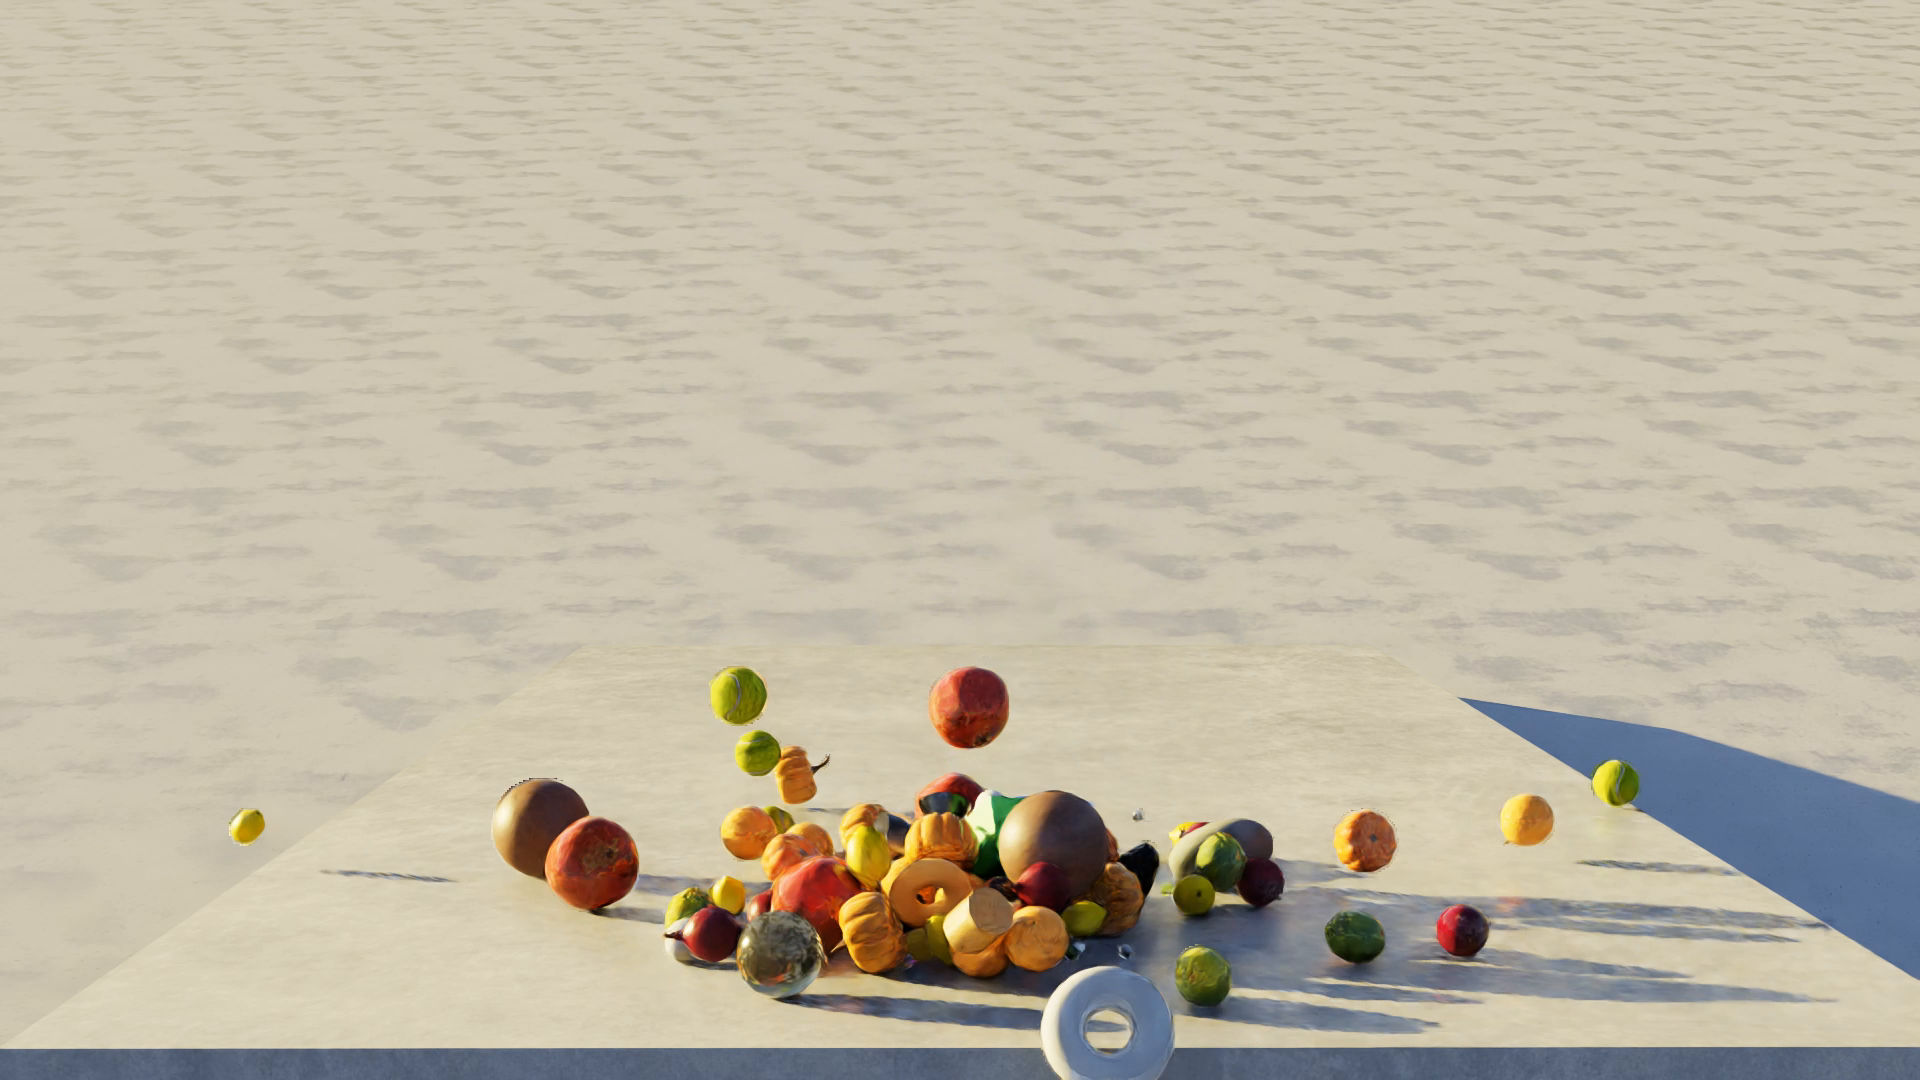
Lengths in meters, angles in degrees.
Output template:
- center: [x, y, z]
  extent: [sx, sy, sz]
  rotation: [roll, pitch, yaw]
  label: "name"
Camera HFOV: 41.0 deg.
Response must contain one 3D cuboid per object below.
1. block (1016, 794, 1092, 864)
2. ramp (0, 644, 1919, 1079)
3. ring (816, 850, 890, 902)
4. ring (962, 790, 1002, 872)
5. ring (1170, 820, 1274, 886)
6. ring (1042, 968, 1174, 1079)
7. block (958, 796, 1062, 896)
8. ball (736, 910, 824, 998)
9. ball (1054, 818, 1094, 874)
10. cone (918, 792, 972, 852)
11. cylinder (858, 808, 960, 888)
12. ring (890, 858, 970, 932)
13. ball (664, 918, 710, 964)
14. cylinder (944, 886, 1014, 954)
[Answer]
- center: [0.129, 0.400, 3.537]
  extent: [0.084, 0.084, 0.084]
  rotation: [-1, 4, -17]
  label: "block"
- center: [0.048, 0.434, 4.532]
  extent: [2.000, 0.100, 4.000]
  rotation: [0, 3, 0]
  label: "ramp"
- center: [-0.111, 0.432, 3.301]
  extent: [0.146, 0.049, 0.146]
  rotation: [2, 4, 0]
  label: "ring"
- center: [0.031, 0.377, 3.252]
  extent: [0.041, 0.124, 0.124]
  rotation: [13, 21, 1]
  label: "ring"
- center: [0.339, 0.406, 3.329]
  extent: [0.139, 0.139, 0.046]
  rotation: [-6, 59, -15]
  label: "ring"
- center: [0.145, 0.482, 2.519]
  extent: [0.131, 0.044, 0.131]
  rotation: [0, 63, -1]
  label: "ring"
- center: [0.060, 0.374, 3.142]
  extent: [0.087, 0.087, 0.087]
  rotation: [9, 55, -28]
  label: "block"
- center: [-0.193, 0.441, 2.740]
  extent: [0.093, 0.093, 0.093]
  rotation: [0, 21, 0]
  label: "ball"
- center: [0.142, 0.409, 3.442]
  extent: [0.076, 0.076, 0.076]
  rotation: [0, 21, 0]
  label: "ball"
- center: [-0.021, 0.358, 3.181]
  extent: [0.067, 0.067, 0.067]
  rotation: [1, 57, 3]
  label: "cone"
- center: [-0.064, 0.394, 3.213]
  extent: [0.092, 0.092, 0.092]
  rotation: [26, 11, -23]
  label: "cylinder"
- center: [-0.034, 0.412, 2.981]
  extent: [0.096, 0.096, 0.032]
  rotation: [-3, 27, -9]
  label: "ring"
- center: [-0.309, 0.453, 2.907]
  extent: [0.051, 0.051, 0.051]
  rotation: [0, 21, 0]
  label: "ball"
- center: [0.020, 0.409, 2.760]
  extent: [0.055, 0.055, 0.055]
  rotation: [18, 51, -23]
  label: "cylinder"
